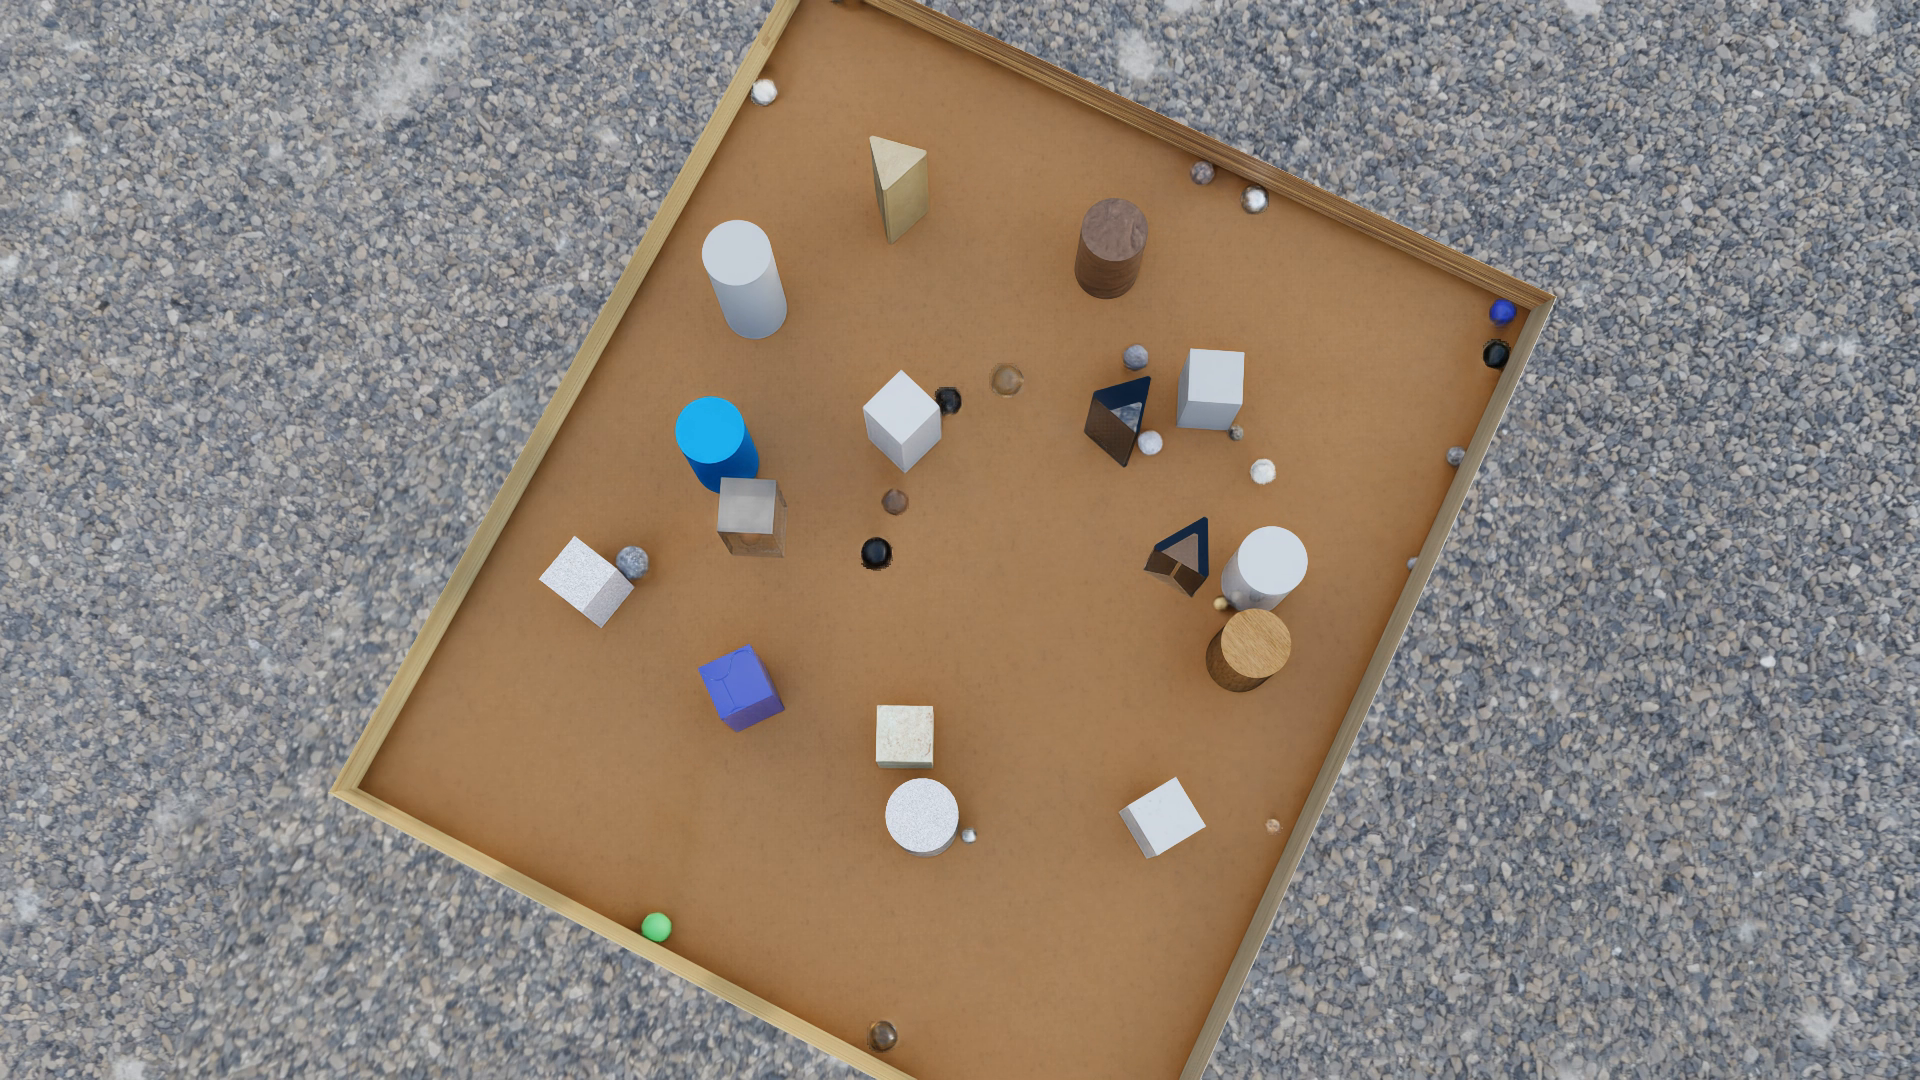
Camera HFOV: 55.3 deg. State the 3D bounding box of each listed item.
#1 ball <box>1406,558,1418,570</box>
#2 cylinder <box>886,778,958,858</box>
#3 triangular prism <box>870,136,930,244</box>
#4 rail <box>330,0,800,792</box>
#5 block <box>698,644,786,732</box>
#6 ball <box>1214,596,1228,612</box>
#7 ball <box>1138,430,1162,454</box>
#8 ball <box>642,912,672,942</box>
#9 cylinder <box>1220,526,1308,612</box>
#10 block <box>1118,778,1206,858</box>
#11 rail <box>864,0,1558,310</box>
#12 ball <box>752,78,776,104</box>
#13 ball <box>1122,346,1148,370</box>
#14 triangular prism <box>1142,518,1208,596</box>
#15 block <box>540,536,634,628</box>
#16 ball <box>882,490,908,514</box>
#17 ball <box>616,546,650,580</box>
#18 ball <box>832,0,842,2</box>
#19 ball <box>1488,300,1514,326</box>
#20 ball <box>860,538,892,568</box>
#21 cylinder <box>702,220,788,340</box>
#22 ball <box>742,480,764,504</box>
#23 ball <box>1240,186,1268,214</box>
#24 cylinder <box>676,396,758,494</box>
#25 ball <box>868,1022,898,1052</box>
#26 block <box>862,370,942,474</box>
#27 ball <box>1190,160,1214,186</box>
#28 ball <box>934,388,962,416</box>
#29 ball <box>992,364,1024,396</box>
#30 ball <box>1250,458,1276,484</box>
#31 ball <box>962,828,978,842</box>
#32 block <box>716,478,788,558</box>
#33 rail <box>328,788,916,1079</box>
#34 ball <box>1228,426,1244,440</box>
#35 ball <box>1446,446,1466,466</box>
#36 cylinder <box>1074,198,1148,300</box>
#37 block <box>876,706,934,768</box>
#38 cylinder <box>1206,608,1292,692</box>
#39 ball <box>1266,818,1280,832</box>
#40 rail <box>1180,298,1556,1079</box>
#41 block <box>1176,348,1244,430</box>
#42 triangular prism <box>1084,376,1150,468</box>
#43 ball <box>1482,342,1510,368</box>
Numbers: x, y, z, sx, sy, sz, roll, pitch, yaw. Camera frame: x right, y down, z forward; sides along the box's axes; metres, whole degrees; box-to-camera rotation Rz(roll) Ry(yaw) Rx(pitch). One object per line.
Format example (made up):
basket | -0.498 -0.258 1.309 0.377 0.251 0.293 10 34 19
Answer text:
ball | 1.381 0.074 5.580 0.042 0.042 0.042 0 78 0
cylinder | -0.104 0.797 5.226 0.200 0.443 0.200 0 78 0
triangular prism | -0.212 -1.094 5.618 0.173 0.442 0.150 -43 81 -8
rail | -1.146 -0.554 5.664 0.045 0.130 3.001 26 80 5
block | -0.632 0.436 5.336 0.160 0.373 0.160 -25 79 -5
ball | 0.791 0.195 5.553 0.046 0.046 0.046 0 78 0
ball | 0.586 -0.300 5.640 0.075 0.075 0.075 0 78 0
ball | -0.884 1.129 5.339 0.085 0.085 0.085 0 78 0
cylinder | 0.895 0.094 5.417 0.200 0.352 0.200 0 78 0
block | 0.580 0.806 5.295 0.160 0.303 0.160 -30 80 -6
rail | 0.661 -1.287 5.816 2.610 0.130 0.045 26 80 5
ball | -0.628 -1.436 5.872 0.081 0.081 0.081 0 78 0
ball | 0.545 -0.565 5.693 0.079 0.079 0.079 0 78 0
triangular prism | 0.671 0.033 5.431 0.173 0.349 0.150 30 80 6
block | -1.103 0.128 5.439 0.160 0.296 0.160 37 81 7
ball | -0.199 -0.116 5.601 0.078 0.078 0.078 0 78 0
ball | -0.991 0.069 5.551 0.100 0.100 0.100 0 78 0
ball | -0.398 -1.771 5.960 0.046 0.046 0.046 0 78 0
ball | 1.692 -0.708 5.723 0.079 0.079 0.079 0 78 0
ball | -0.253 0.040 5.560 0.095 0.095 0.095 0 78 0
cylinder | -0.644 -0.778 5.524 0.200 0.497 0.200 0 78 0
ball | -0.632 -0.147 5.612 0.070 0.070 0.070 0 78 0
ball | 0.931 -1.078 5.795 0.087 0.087 0.087 0 78 0
cylinder | -0.722 -0.278 5.476 0.200 0.389 0.200 0 78 0
ball | -0.222 1.429 5.278 0.084 0.084 0.084 0 78 0
block | -0.171 -0.351 5.508 0.160 0.355 0.160 44 82 8
ball | 0.769 -1.166 5.818 0.078 0.078 0.078 0 78 0
ball | -0.036 -0.426 5.663 0.083 0.083 0.083 0 78 0
ball | 0.145 -0.493 5.668 0.099 0.099 0.099 0 78 0
ball | 0.930 -0.210 5.620 0.079 0.079 0.079 0 78 0
ball | 0.028 0.871 5.413 0.045 0.045 0.045 0 78 0
block | -0.614 -0.063 5.448 0.160 0.357 0.160 3 78 1
rail | -0.661 1.300 5.280 2.610 0.130 0.045 26 80 5
ball | 0.853 -0.332 5.662 0.045 0.045 0.045 0 78 0
ball | 1.528 -0.257 5.638 0.062 0.062 0.062 0 78 0
cylinder | 0.462 -0.891 5.627 0.200 0.341 0.200 0 78 0
block | -0.159 0.580 5.374 0.160 0.241 0.160 1 78 0
cylinder | 0.842 0.327 5.378 0.200 0.335 0.200 0 78 0
ball | 0.926 0.845 5.420 0.042 0.042 0.042 0 78 0
rail | 1.146 0.568 5.432 0.045 0.130 3.001 26 80 5
block | 0.757 -0.453 5.558 0.160 0.299 0.160 4 78 1
triangular prism | 0.498 -0.377 5.486 0.173 0.409 0.150 43 81 8
ball | 1.666 -0.574 5.693 0.083 0.083 0.083 0 78 0
